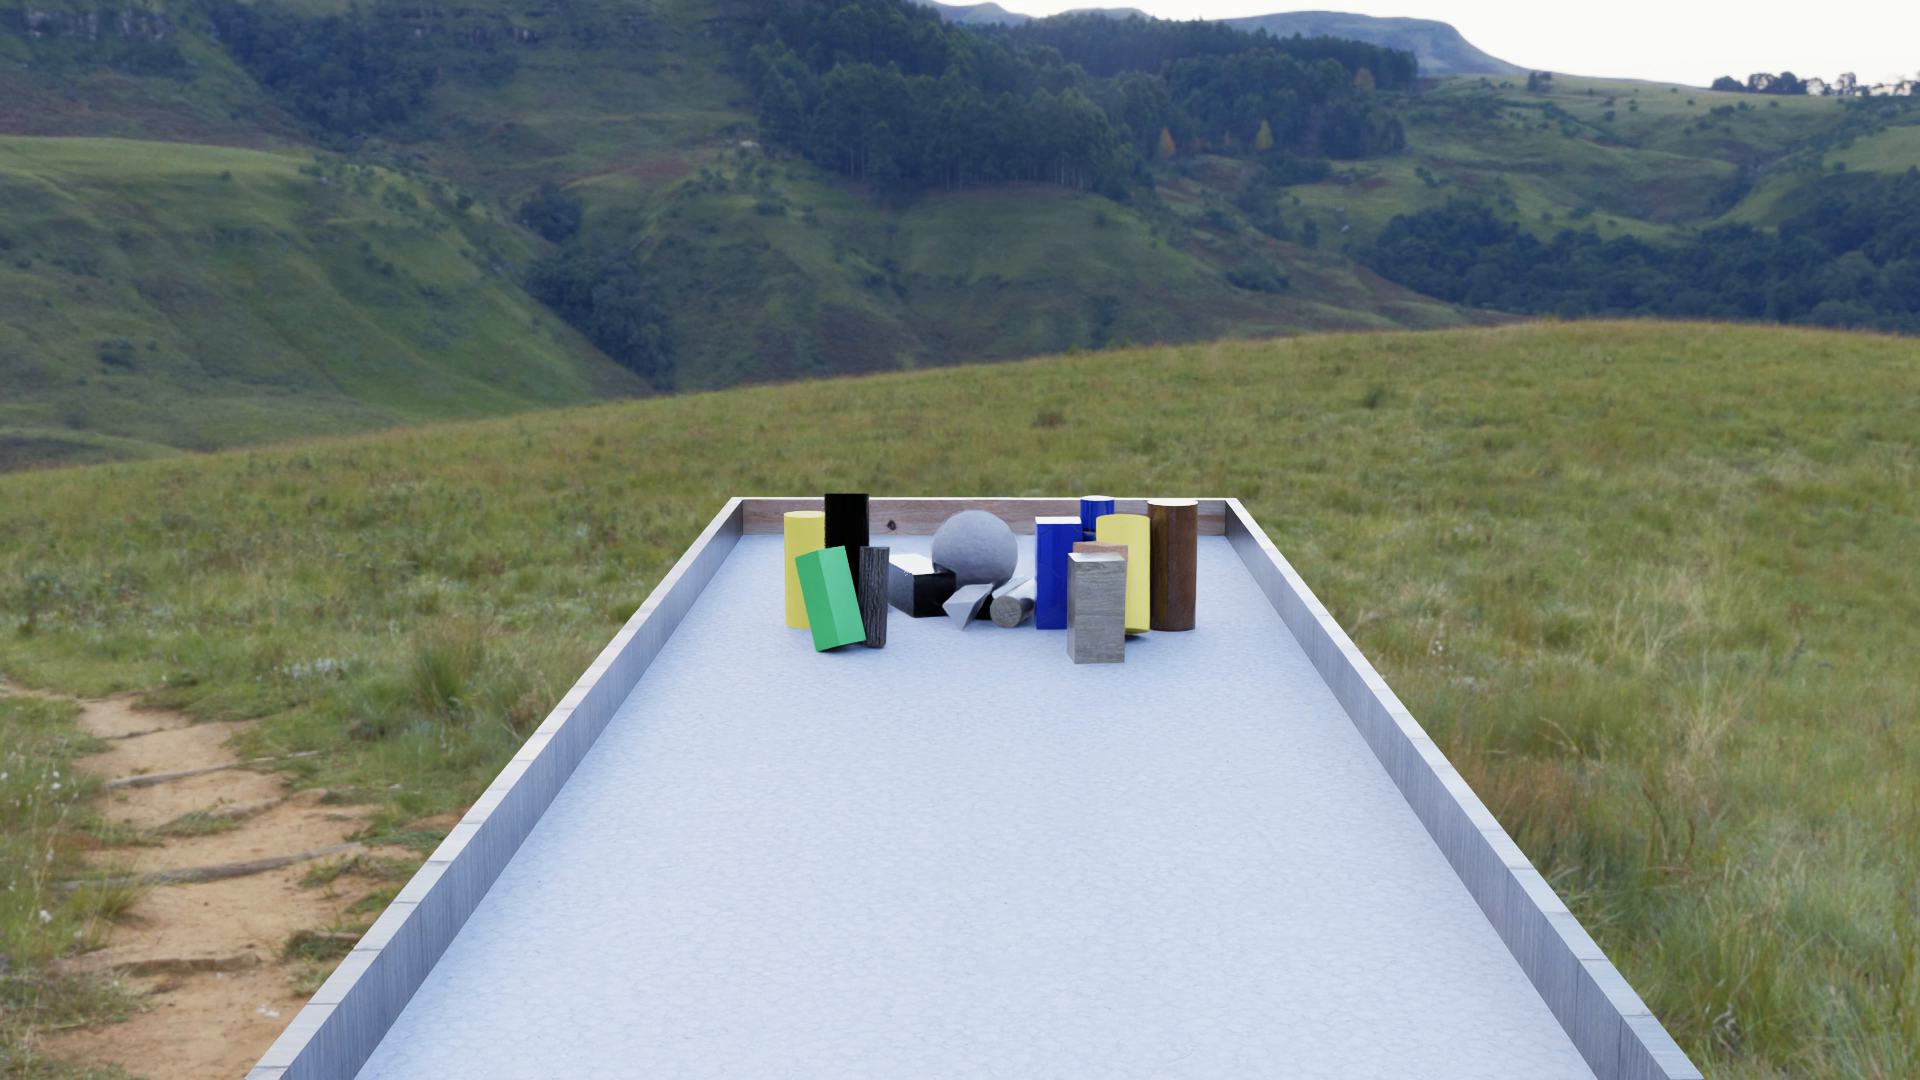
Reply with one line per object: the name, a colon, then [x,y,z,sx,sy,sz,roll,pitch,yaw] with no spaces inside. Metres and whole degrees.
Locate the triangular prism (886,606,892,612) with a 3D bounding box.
triangular prism: [-0.364,0.156,7.613,0.142,0.123,0.405,-3,10,-19]

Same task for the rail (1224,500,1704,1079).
rail: [1.046,0.843,3.208,0.050,0.150,12.000,0,9,1]

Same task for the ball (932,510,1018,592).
ball: [0.052,0.048,7.726,0.306,0.306,0.306,0,9,0]

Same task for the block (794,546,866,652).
block: [-0.403,0.182,6.833,0.113,0.301,0.113,-9,-6,-45]

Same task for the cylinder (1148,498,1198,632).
cylinder: [0.691,0.081,7.179,0.163,0.413,0.163,0,9,0]

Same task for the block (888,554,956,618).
block: [-0.152,0.155,7.557,0.149,0.149,0.403,-3,10,-19]

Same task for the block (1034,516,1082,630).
block: [0.322,0.108,7.215,0.146,0.349,0.146,0,9,-1]

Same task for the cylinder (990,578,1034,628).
cylinder: [0.201,0.210,7.339,0.109,0.109,0.336,3,9,18]

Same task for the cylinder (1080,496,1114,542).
cylinder: [0.450,0.069,7.246,0.112,0.416,0.112,0,9,0]

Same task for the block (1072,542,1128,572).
block: [0.431,0.171,6.878,0.123,0.320,0.123,8,7,42]

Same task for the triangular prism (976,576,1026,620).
triangular prism: [0.159,0.193,7.489,0.103,0.089,0.368,3,9,18]

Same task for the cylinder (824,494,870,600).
cylinder: [-0.358,0.082,6.972,0.143,0.459,0.143,0,1,0]

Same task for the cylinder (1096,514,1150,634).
cylinder: [0.521,0.111,7.037,0.173,0.362,0.173,1,-9,0]

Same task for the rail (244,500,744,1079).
rail: [-1.004,0.839,3.234,0.050,0.150,12.000,0,9,1]

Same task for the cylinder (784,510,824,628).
cylinder: [-0.501,0.097,7.226,0.151,0.367,0.151,0,9,0]

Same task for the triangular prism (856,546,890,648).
triangular prism: [-0.254,0.175,6.903,0.100,0.306,0.087,6,6,35]

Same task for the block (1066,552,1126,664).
block: [0.414,0.206,6.704,0.153,0.314,0.153,-1,9,-6]

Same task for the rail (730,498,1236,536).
rail: [0.099,-0.098,9.147,2.100,0.150,0.050,0,9,1]

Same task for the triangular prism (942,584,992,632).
triangular prism: [0.043,0.201,7.297,0.091,0.106,0.345,-35,1,15]
